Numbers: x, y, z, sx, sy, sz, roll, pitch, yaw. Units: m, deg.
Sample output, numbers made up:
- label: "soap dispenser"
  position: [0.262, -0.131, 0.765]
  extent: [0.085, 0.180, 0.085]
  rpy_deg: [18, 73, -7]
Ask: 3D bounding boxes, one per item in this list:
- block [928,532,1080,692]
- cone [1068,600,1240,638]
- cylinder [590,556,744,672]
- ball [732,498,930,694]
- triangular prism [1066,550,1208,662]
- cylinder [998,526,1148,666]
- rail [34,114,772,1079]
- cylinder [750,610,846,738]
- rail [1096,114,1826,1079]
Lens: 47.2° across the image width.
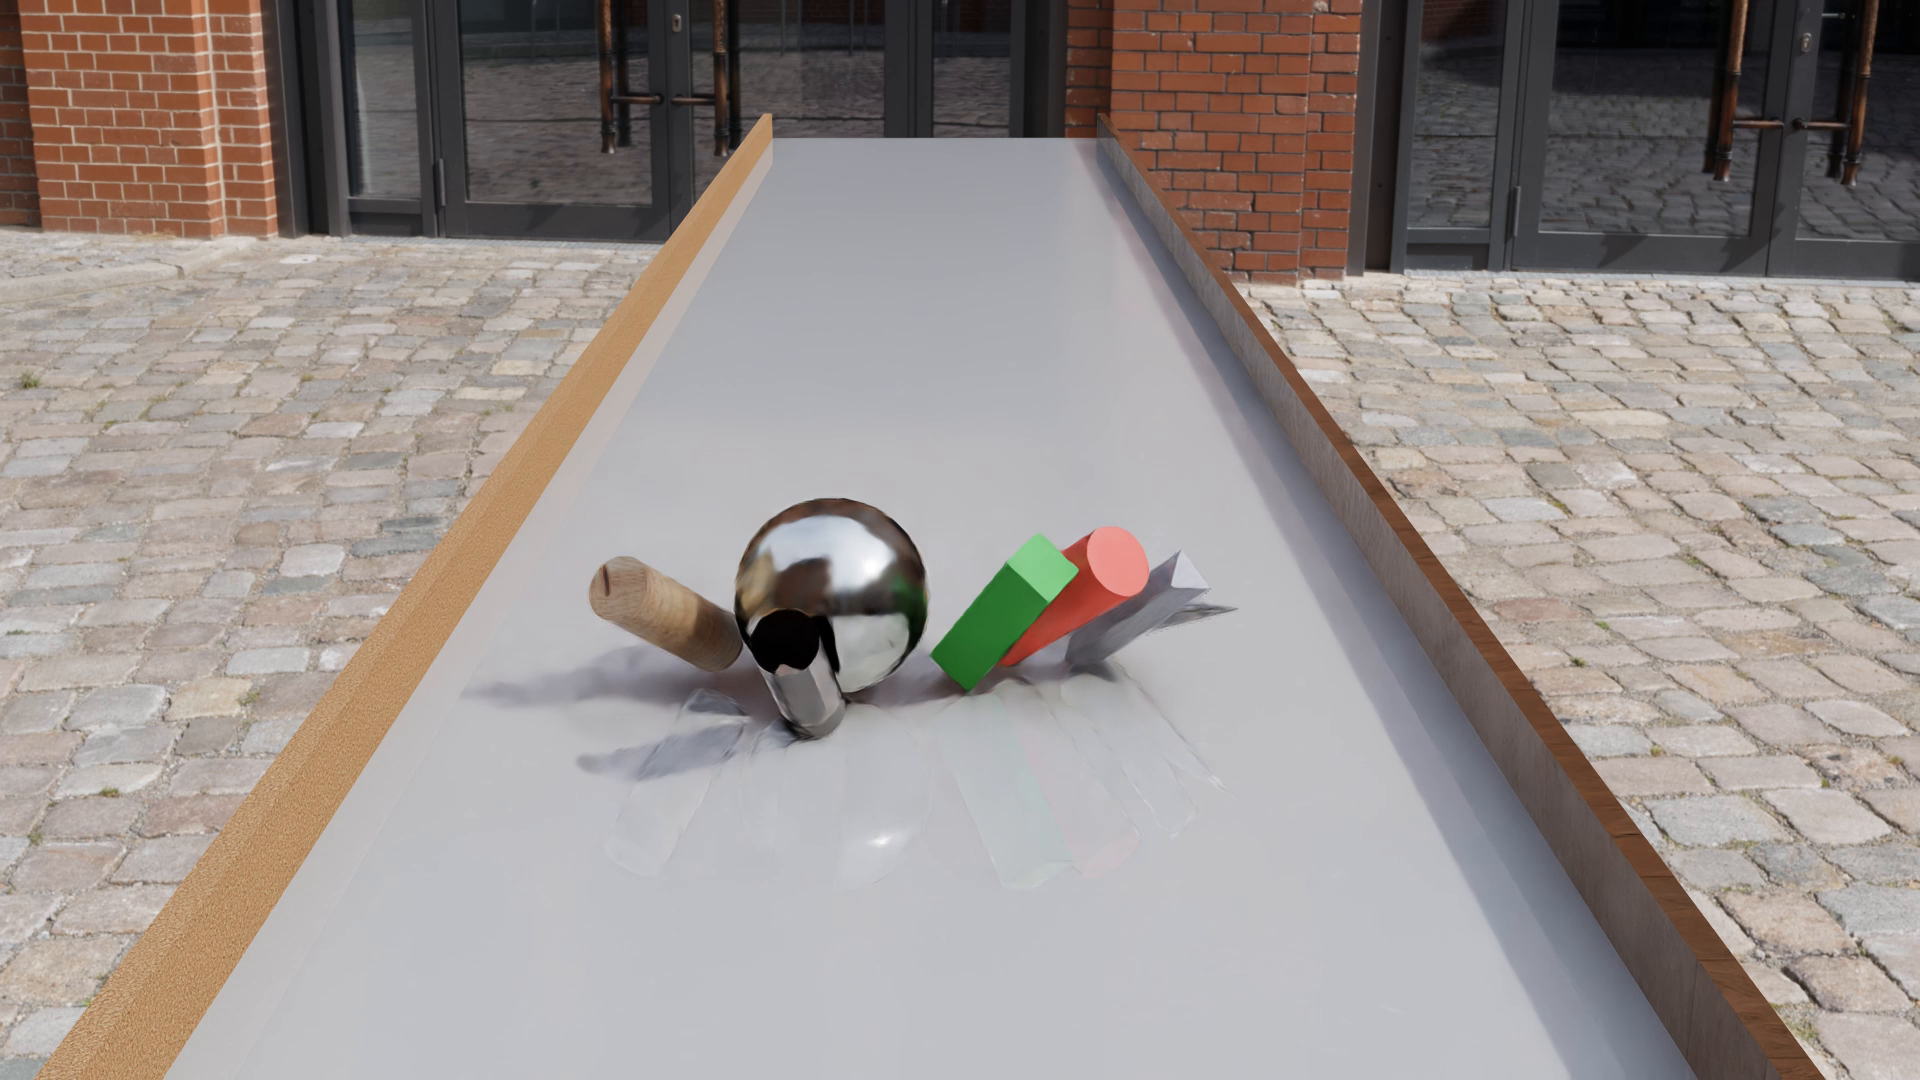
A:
- label: "block"
  position: [0.080, 0.139, 4.132]
  extent: [0.105, 0.366, 0.105]
  rpy_deg: [43, 51, 4]
- label: "cone"
  position: [0.395, 0.139, 4.302]
  extent: [0.140, 0.140, 0.447]
  rpy_deg: [-13, 5, -36]
- label: "cylinder"
  position: [-0.549, 0.143, 4.156]
  extent: [0.125, 0.125, 0.365]
  rpy_deg: [9, -14, 27]
- label: "ball"
  position: [-0.242, 0.106, 4.160]
  extent: [0.374, 0.374, 0.374]
  rpy_deg: [0, 17, 0]
- label: "triangular prism"
  position: [0.330, 0.130, 4.250]
  extent: [0.087, 0.076, 0.363]
  rpy_deg: [4, -27, -33]
- label: "cylinder"
  position: [0.186, 0.110, 4.210]
  extent: [0.140, 0.140, 0.401]
  rpy_deg: [-13, -13, -38]
- label: "rail"
  position: [-1.118, -0.838, 7.780]
  extent: [0.050, 0.150, 12.000]
  rpy_deg: [0, 17, -1]
- label: "cylinder"
  position: [-0.278, 0.239, 3.834]
  extent: [0.115, 0.115, 0.412]
  rpy_deg: [1, -20, 4]
- label: "rail"
  position: [0.932, -0.844, 7.801]
  extent: [0.050, 0.150, 12.000]
  rpy_deg: [0, 17, -1]
